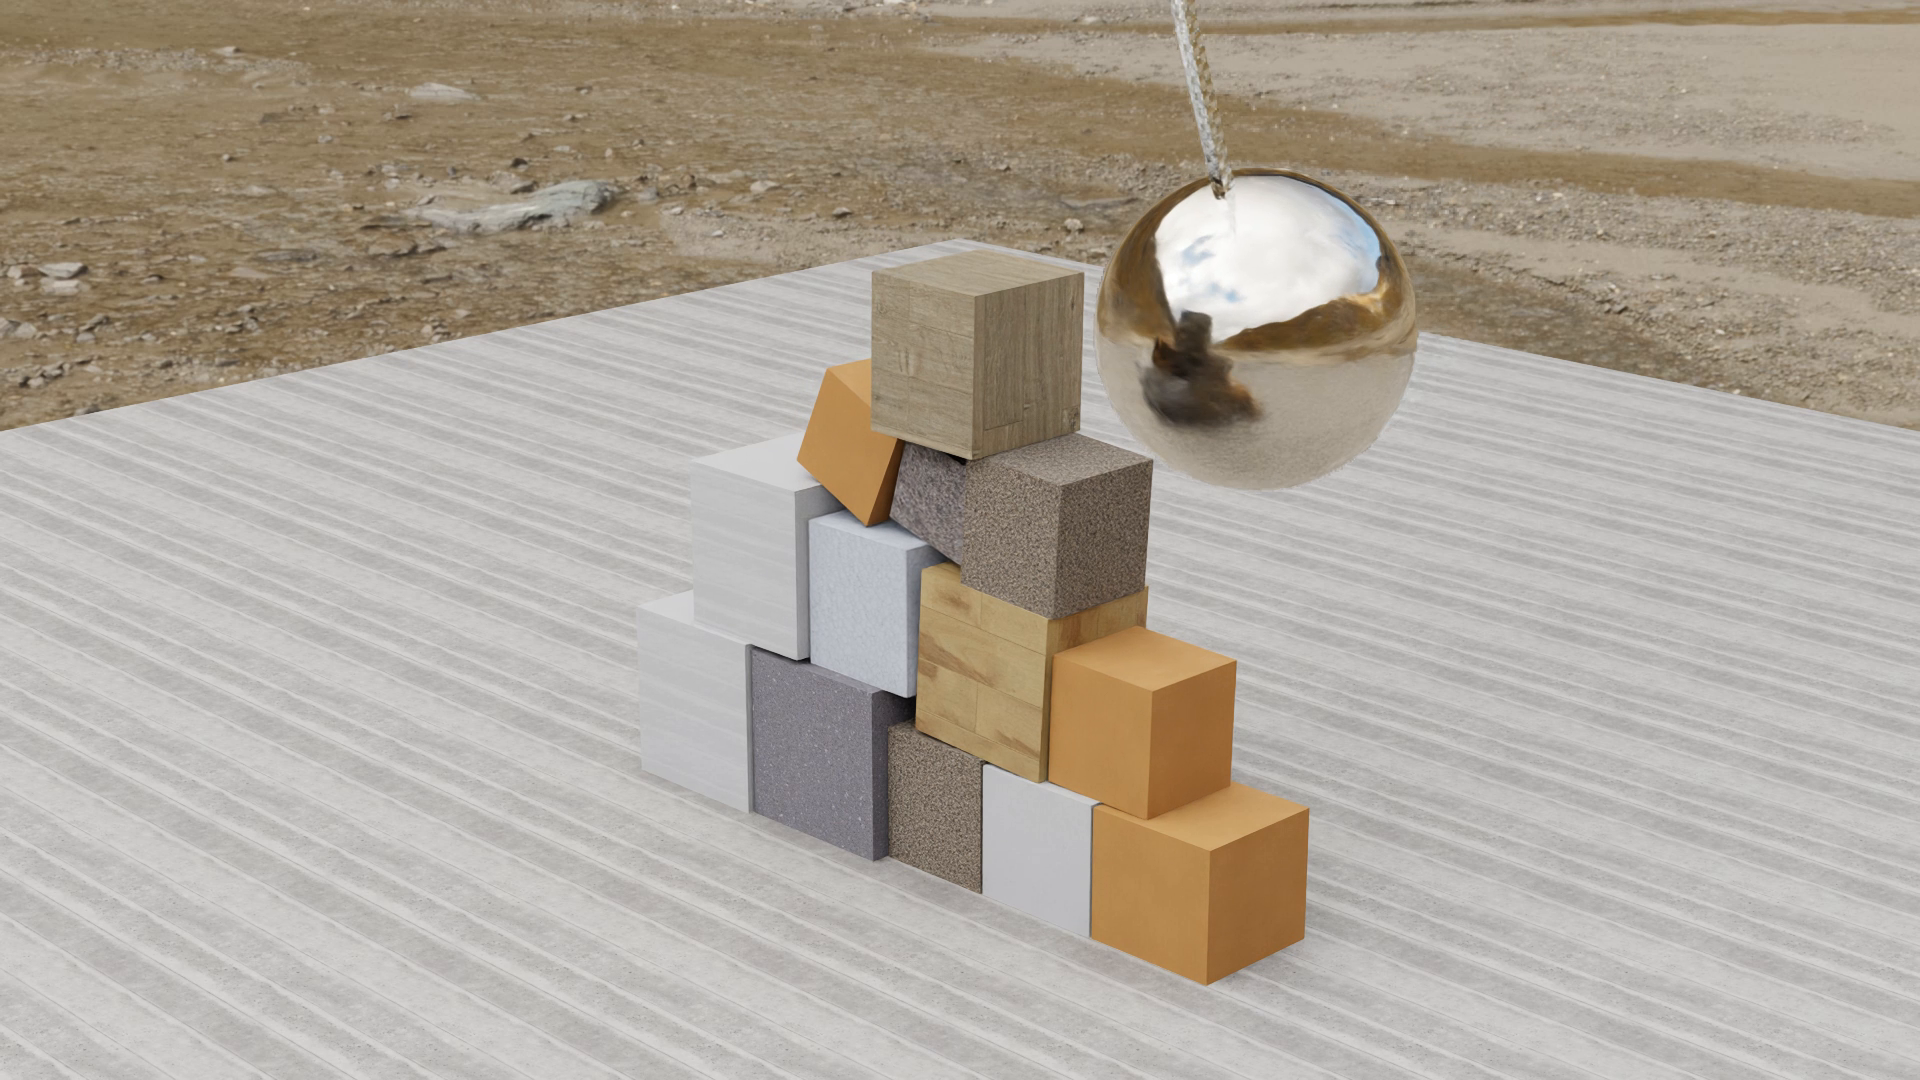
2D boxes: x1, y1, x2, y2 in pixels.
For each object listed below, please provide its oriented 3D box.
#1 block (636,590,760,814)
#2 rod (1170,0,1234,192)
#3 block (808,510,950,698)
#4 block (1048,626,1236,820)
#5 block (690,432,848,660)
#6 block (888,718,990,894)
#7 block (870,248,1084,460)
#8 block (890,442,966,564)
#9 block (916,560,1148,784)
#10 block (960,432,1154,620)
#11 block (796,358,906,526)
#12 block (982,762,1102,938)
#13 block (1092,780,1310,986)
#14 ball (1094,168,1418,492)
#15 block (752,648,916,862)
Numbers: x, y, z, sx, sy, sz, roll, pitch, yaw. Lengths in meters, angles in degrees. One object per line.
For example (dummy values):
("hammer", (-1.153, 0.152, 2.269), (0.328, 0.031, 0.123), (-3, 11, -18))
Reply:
("block", (-0.989, 0.727, 14.591), (0.900, 0.863, 0.813), (-17, 24, -42))
("rod", (0.636, -3.836, 12.802), (0.080, 5.200, 0.080), (17, 44, 42))
("block", (-0.219, 0.238, 13.645), (0.708, 0.703, 0.647), (-17, 24, -42))
("block", (0.792, 0.788, 12.765), (0.550, 0.591, 0.578), (-17, 26, -42))
("block", (-0.717, 0.000, 14.095), (0.861, 0.822, 0.744), (-17, 24, -42))
("block", (0.115, 1.159, 13.579), (0.666, 0.646, 0.597), (-17, 24, -42))
("block", (0.076, -0.832, 12.954), (0.629, 0.723, 0.691), (18, 25, 42))
("block", (0.045, -0.239, 13.238), (0.458, 0.452, 0.475), (-16, 39, -42))
("block", (0.318, 0.531, 13.196), (0.655, 0.777, 0.775), (-17, 28, -42))
("block", (0.423, -0.079, 12.853), (0.588, 0.612, 0.564), (-17, 27, -42))
("block", (-0.327, -0.478, 13.544), (0.534, 0.527, 0.523), (-16, 48, -42))
("block", (0.564, 1.303, 13.154), (0.655, 0.625, 0.651), (-17, 24, -42))
("block", (1.039, 1.447, 12.713), (0.659, 0.617, 0.657), (-17, 24, -42))
("ball", (1.467, -1.041, 14.552), (1.600, 1.600, 1.600), (0, 17, 0))
("block", (-0.383, 0.914, 14.052), (0.887, 0.831, 0.830), (-17, 24, -42))
